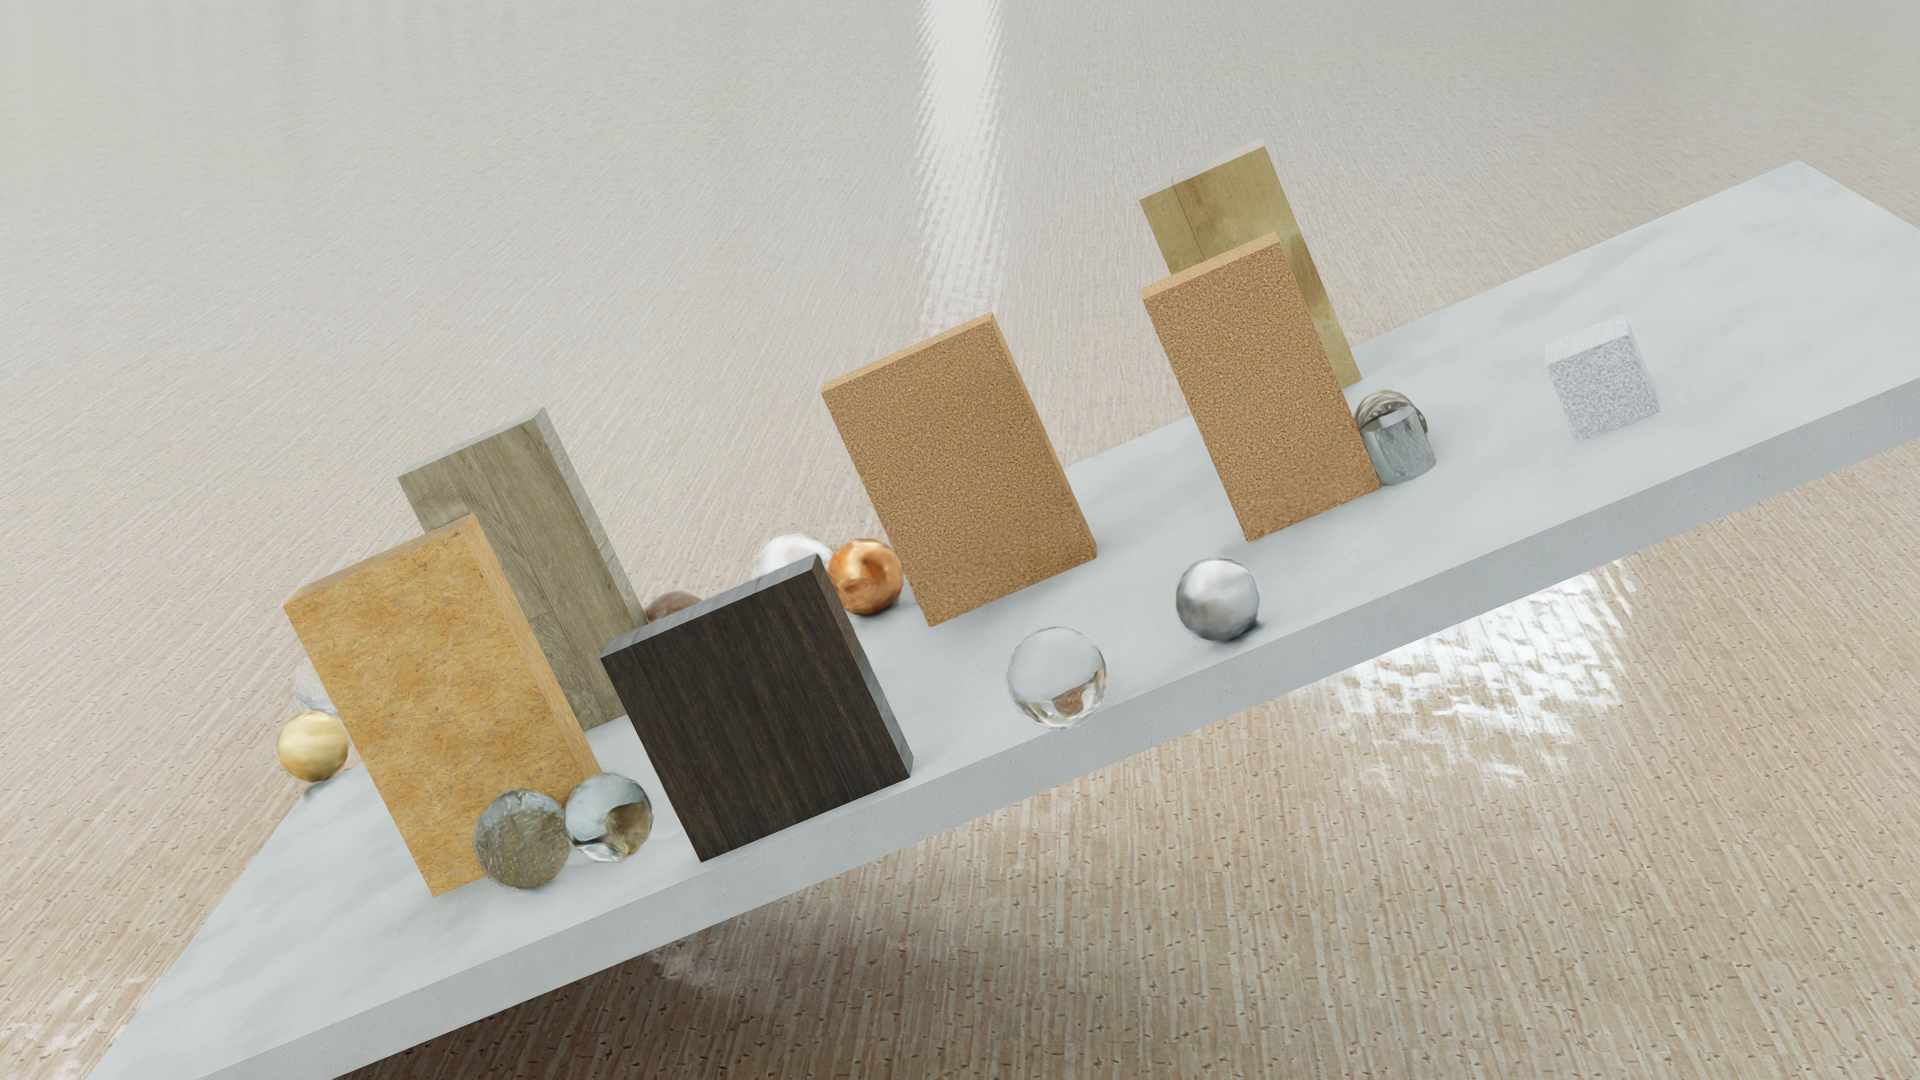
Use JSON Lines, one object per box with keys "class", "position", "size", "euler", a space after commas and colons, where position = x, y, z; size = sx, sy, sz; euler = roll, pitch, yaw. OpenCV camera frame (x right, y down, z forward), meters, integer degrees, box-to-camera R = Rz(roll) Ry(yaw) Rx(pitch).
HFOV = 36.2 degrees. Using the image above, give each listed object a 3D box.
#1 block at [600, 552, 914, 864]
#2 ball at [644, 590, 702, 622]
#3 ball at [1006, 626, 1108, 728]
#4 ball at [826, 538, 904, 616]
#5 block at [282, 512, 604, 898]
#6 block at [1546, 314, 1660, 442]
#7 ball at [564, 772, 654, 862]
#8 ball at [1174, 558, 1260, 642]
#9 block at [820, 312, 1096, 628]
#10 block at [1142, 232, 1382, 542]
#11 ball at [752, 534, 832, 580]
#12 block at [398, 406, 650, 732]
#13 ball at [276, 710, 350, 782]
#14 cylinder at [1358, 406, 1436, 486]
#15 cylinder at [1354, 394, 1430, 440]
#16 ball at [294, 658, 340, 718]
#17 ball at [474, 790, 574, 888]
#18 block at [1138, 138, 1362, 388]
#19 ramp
{"class": "block", "position": [-0.371, 0.311, 5.434], "size": [0.427, 0.433, 0.115], "euler": [-23, 13, 8]}
{"class": "ball", "position": [-0.669, 0.211, 6.964], "size": [0.181, 0.181, 0.181], "euler": [0, 15, 0]}
{"class": "ball", "position": [0.174, 0.246, 5.263], "size": [0.181, 0.181, 0.181], "euler": [0, 15, 0]}
{"class": "ball", "position": [-0.214, 0.083, 6.646], "size": [0.177, 0.177, 0.177], "euler": [0, 15, 0]}
{"class": "block", "position": [-1.031, 0.339, 5.988], "size": [0.400, 0.678, 0.134], "euler": [-23, 13, 8]}
{"class": "block", "position": [1.222, -0.310, 5.604], "size": [0.162, 0.162, 0.162], "euler": [-21, 13, 16]}
{"class": "ball", "position": [-0.680, 0.536, 5.690], "size": [0.171, 0.171, 0.171], "euler": [0, 15, 0]}
{"class": "ball", "position": [0.467, 0.108, 5.338], "size": [0.153, 0.153, 0.153], "euler": [0, 15, 0]}
{"class": "block", "position": [0.001, -0.149, 6.306], "size": [0.393, 0.563, 0.104], "euler": [-23, 13, 8]}
{"class": "block", "position": [0.602, -0.304, 5.875], "size": [0.289, 0.538, 0.132], "euler": [-23, 13, 8]}
{"class": "ball", "position": [-0.384, 0.087, 6.879], "size": [0.206, 0.206, 0.206], "euler": [0, 15, 0]}
{"class": "block", "position": [-0.969, 0.093, 6.779], "size": [0.349, 0.715, 0.122], "euler": [-23, 13, 8]}
{"class": "ball", "position": [-1.653, 0.527, 7.516], "size": [0.182, 0.182, 0.182], "euler": [0, 15, 0]}
{"class": "cylinder", "position": [0.872, -0.187, 5.860], "size": [0.118, 0.118, 0.118], "euler": [-23, 13, 6]}
{"class": "cylinder", "position": [0.878, -0.231, 5.998], "size": [0.130, 0.130, 0.130], "euler": [-2, 6, -6]}
{"class": "ball", "position": [-1.789, 0.409, 8.341], "size": [0.194, 0.194, 0.194], "euler": [0, 15, 0]}
{"class": "ball", "position": [-0.855, 0.586, 5.766], "size": [0.193, 0.193, 0.193], "euler": [0, 15, 0]}
{"class": "block", "position": [0.669, -0.587, 6.781], "size": [0.308, 0.587, 0.136], "euler": [-23, 13, 8]}
{"class": "ramp", "position": [0.132, 0.170, 6.284], "size": [4.000, 0.100, 2.000], "euler": [-23, 13, 8]}
